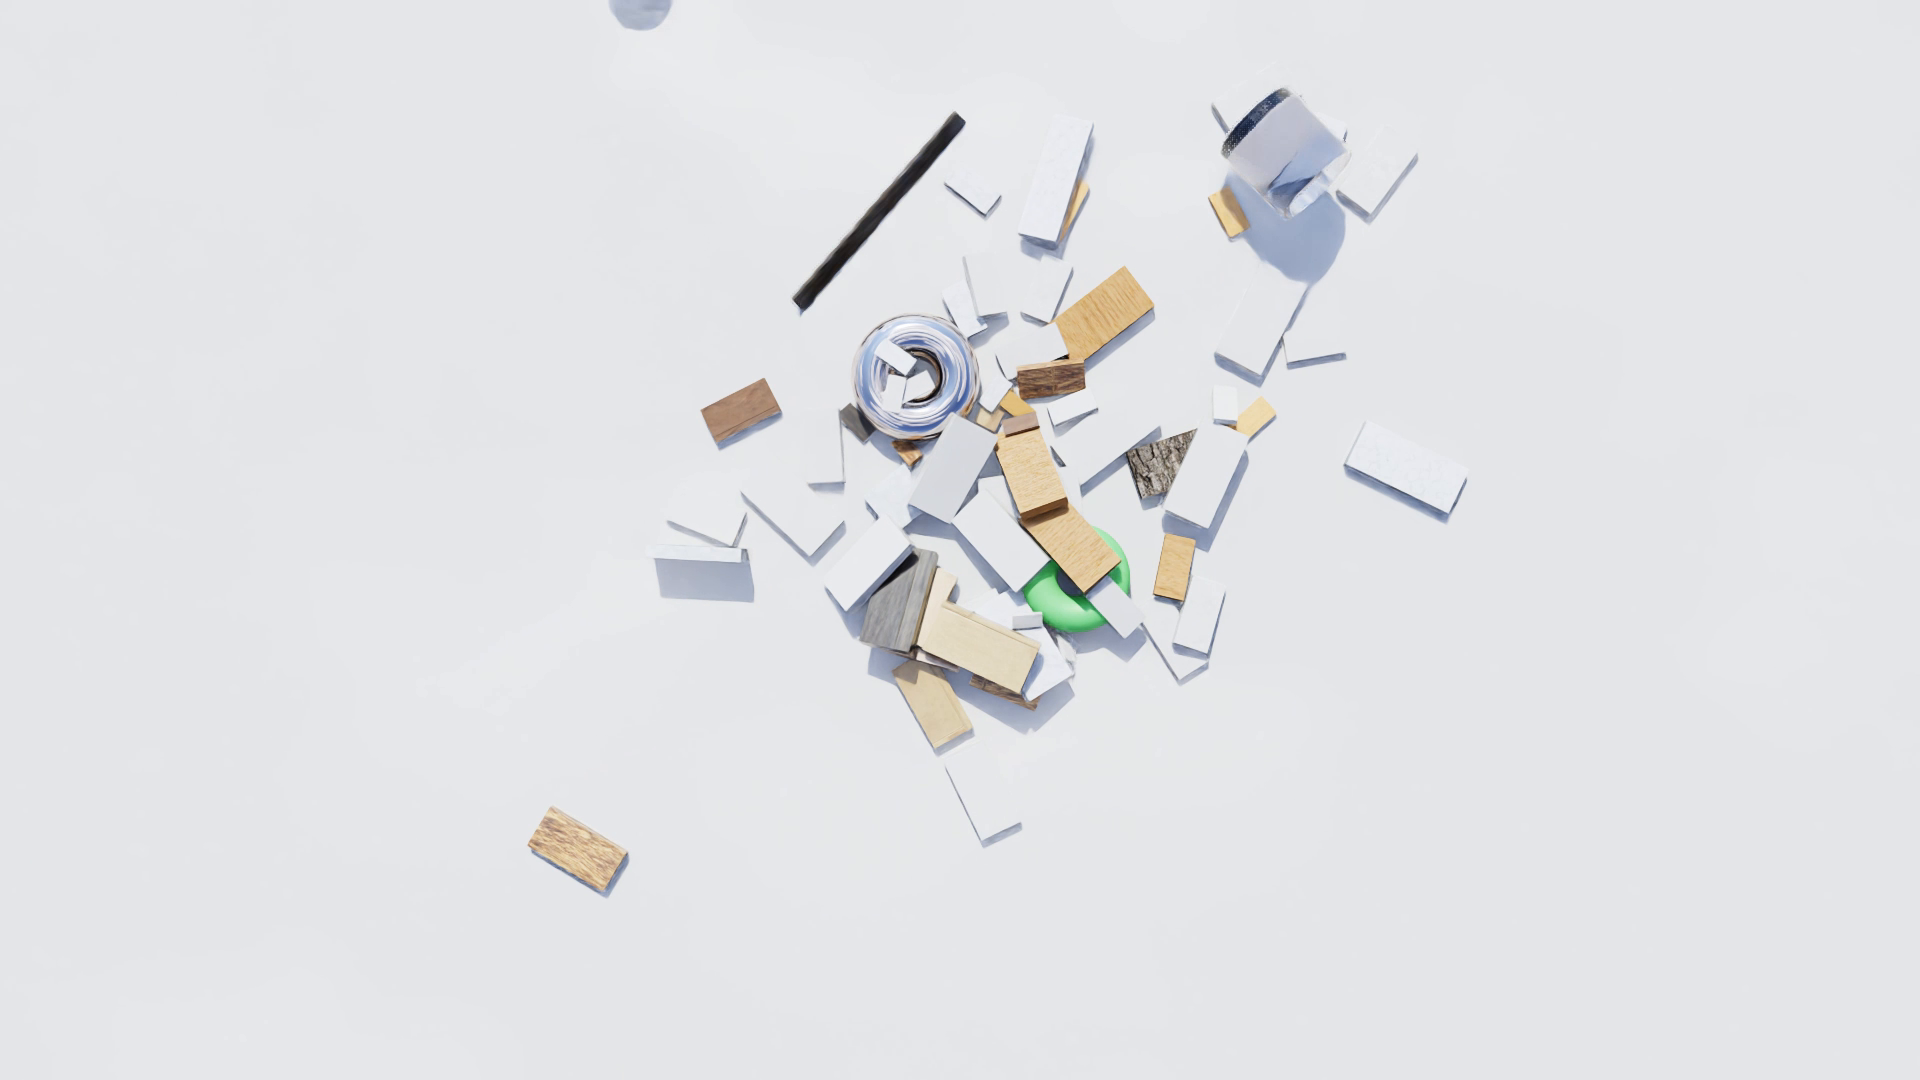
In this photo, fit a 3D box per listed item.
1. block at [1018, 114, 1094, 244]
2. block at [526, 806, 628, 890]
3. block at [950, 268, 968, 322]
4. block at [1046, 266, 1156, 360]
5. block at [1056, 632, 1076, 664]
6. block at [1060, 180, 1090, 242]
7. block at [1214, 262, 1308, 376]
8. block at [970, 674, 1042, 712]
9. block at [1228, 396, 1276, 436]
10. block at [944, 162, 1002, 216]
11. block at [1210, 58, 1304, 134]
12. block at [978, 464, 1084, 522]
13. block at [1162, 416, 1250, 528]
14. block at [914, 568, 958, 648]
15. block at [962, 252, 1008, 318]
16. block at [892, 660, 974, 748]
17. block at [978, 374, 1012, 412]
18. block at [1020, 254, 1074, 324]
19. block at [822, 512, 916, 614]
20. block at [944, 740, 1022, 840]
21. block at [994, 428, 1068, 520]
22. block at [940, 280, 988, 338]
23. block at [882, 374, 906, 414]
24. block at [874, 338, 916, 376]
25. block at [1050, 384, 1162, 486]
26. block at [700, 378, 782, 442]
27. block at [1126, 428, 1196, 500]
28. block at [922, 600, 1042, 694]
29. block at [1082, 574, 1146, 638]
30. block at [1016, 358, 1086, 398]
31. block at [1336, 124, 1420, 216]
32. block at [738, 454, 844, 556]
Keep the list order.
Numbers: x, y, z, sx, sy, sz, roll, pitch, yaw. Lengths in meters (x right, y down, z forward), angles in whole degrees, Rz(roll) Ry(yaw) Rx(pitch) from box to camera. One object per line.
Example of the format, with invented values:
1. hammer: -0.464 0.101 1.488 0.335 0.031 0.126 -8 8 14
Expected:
1. block: 0.318 -1.193 5.452 0.136 0.039 0.417 16 87 16
2. block: -1.271 1.024 5.479 0.294 0.042 0.147 31 90 0
3. block: 0.014 -0.816 5.488 0.088 0.025 0.176 1 90 0
4. block: 0.462 -0.740 5.476 0.335 0.047 0.167 -38 90 0
5. block: 0.349 0.357 5.441 0.014 0.050 0.099 -33 57 29
6. block: 0.338 -1.107 5.485 0.104 0.030 0.209 27 90 0
7. block: 0.998 -0.733 5.476 0.167 0.047 0.335 28 90 0
8. block: 0.161 0.470 5.483 0.235 0.033 0.117 22 90 0
9. block: 0.970 -0.399 5.489 0.155 0.022 0.077 -42 90 0
10. block: 0.042 -1.170 5.488 0.175 0.025 0.088 39 90 0
11. block: 0.988 -1.467 5.481 0.273 0.039 0.136 -32 90 0
12. block: 0.234 -0.143 5.451 0.329 0.047 0.165 -8 94 7
13. block: 0.807 -0.222 5.430 0.165 0.047 0.329 25 90 0
14. block: -0.122 0.214 5.443 0.131 0.037 0.262 24 78 11
15. block: 0.082 -0.845 5.457 0.104 0.030 0.209 -12 85 -23
16. block: -0.092 0.527 5.479 0.147 0.042 0.294 -29 90 0
17. block: 0.117 -0.487 5.465 0.059 0.017 0.117 38 94 0
18. block: 0.288 -0.836 5.485 0.104 0.030 0.209 22 90 0
19. block: -0.300 0.077 5.416 0.310 0.044 0.155 -46 59 10
20. block: 0.074 0.830 5.479 0.147 0.042 0.294 -26 90 0
21. block: 0.226 -0.231 5.397 0.161 0.046 0.321 -20 59 0
22. block: 0.014 -0.763 5.463 0.088 0.025 0.176 -26 90 0
23. block: -0.213 -0.472 5.331 0.059 0.017 0.117 11 88 -1
24. block: -0.209 -0.594 5.352 0.125 0.018 0.063 35 88 0
25. block: 0.484 -0.350 5.476 0.335 0.047 0.167 -37 90 0
26. block: -0.728 -0.432 5.483 0.240 0.034 0.120 -27 90 0
27. block: 0.734 -0.266 5.477 0.329 0.047 0.165 -19 90 0
28. block: 0.072 0.345 5.360 0.347 0.049 0.173 24 95 8
29. block: 0.506 0.215 5.387 0.101 0.029 0.202 -45 106 -3
30. block: 0.301 -0.534 5.453 0.222 0.031 0.111 -7 128 0
31. block: 1.388 -1.229 5.481 0.136 0.039 0.273 37 90 0
32. block: -0.559 -0.118 5.477 0.327 0.046 0.163 43 90 0
